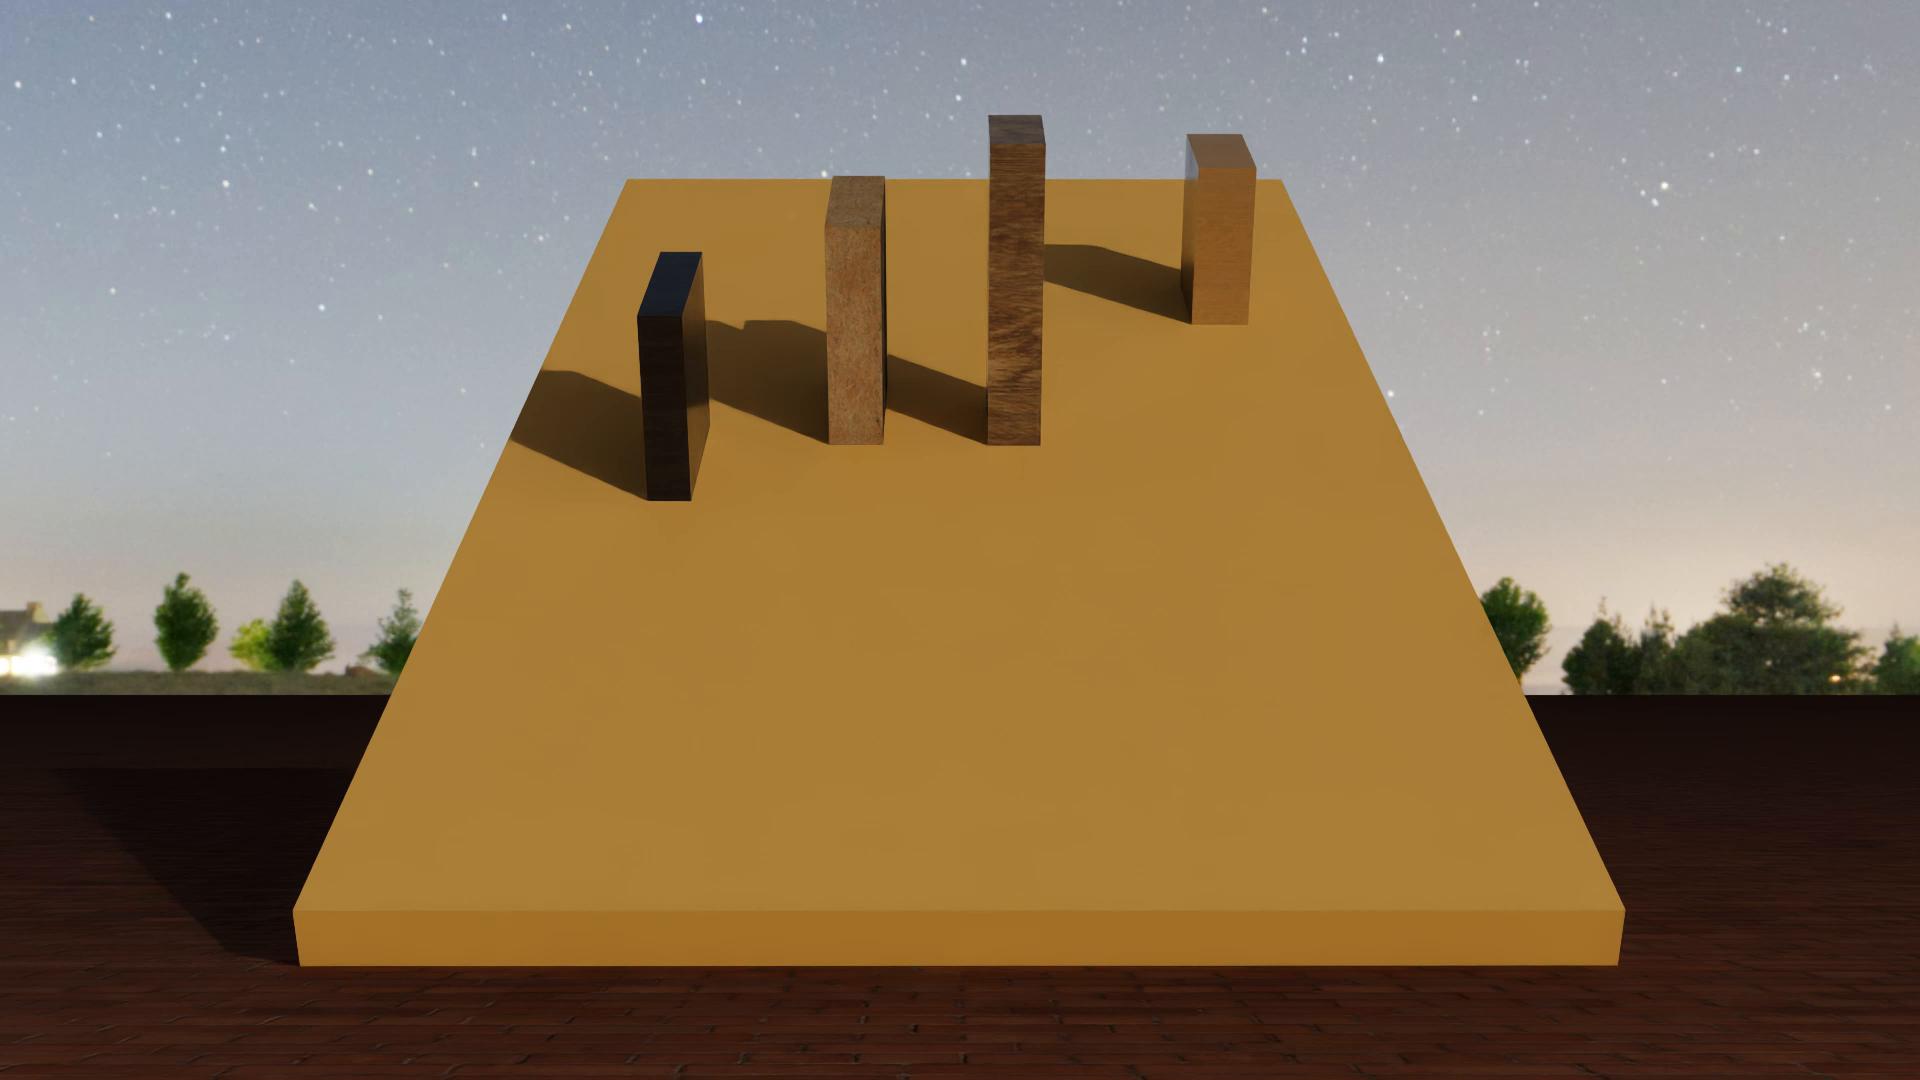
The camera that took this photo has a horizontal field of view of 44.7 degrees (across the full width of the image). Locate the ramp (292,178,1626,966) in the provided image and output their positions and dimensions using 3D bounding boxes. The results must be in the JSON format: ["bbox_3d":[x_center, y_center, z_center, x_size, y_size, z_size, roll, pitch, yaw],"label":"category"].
[{"bbox_3d":[-0.008,-0.229,5.342,2.000,0.100,4.000,0,25,0],"label":"ramp"}]

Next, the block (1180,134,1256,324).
[{"bbox_3d":[0.658,-0.799,5.982,0.143,0.408,0.324,0,25,0],"label":"block"}]

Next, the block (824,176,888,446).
[{"bbox_3d":[-0.231,-0.522,5.259,0.119,0.501,0.401,0,25,0],"label":"block"}]

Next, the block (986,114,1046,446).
[{"bbox_3d":[0.120,-0.571,5.150,0.117,0.682,0.247,0,25,0],"label":"block"}]

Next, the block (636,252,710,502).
[{"bbox_3d":[-0.610,-0.356,5.004,0.091,0.410,0.427,0,25,0],"label":"block"}]
